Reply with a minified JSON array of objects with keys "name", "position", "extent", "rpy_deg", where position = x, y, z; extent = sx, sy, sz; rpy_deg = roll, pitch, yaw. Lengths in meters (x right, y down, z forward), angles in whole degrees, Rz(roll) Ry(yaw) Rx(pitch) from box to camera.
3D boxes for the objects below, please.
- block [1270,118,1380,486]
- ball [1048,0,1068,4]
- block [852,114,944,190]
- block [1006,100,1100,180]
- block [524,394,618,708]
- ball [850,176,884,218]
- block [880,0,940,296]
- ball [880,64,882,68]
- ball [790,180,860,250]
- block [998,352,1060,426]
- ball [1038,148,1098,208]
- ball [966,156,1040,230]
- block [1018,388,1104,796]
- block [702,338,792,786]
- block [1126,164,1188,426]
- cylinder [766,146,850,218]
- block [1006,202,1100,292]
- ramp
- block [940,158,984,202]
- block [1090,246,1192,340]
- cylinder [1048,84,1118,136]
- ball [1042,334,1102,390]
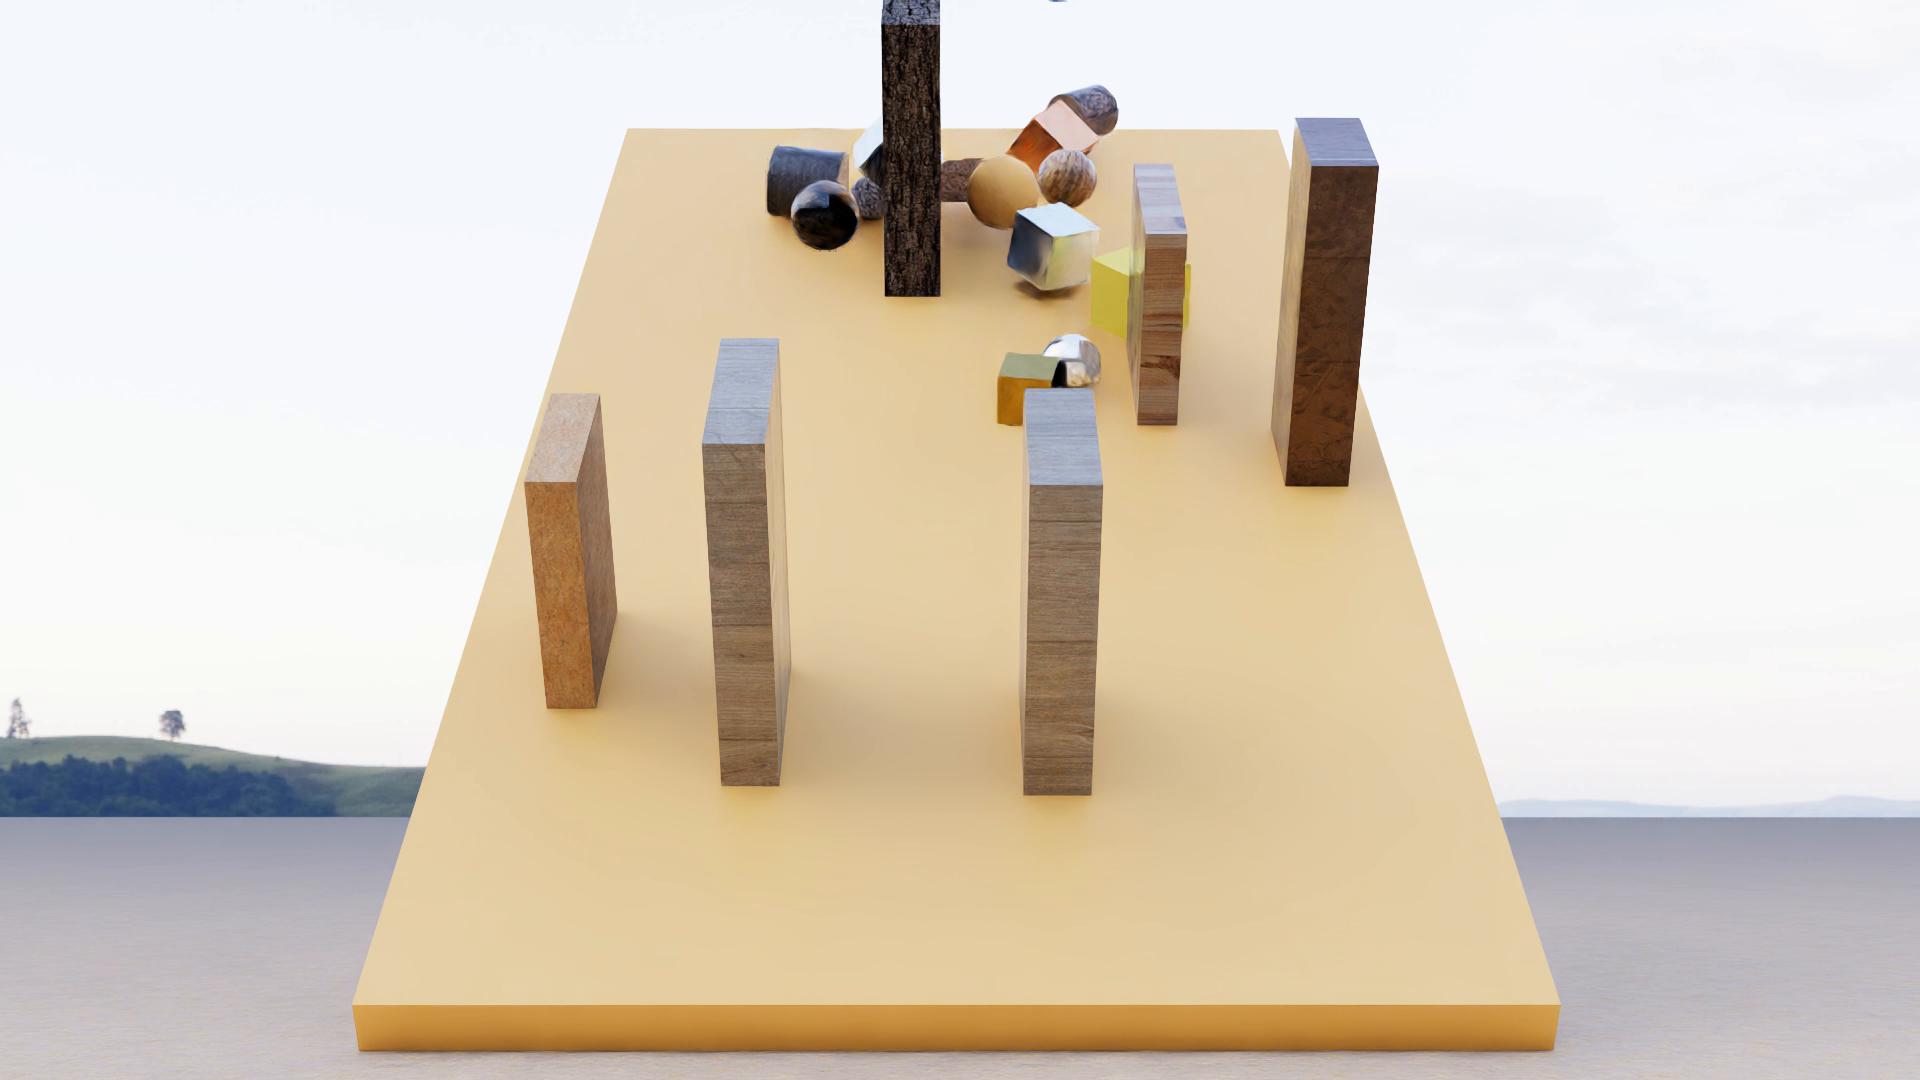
[{"name":"block","position":[0.813,-0.529,5.448],"extent":[0.144,0.778,0.286],"rpy_deg":[0,31,0]},{"name":"ball","position":[0.285,-1.619,6.987],"extent":[0.140,0.140,0.140],"rpy_deg":[0,-6,0]},{"name":"block","position":[-0.171,-1.064,6.684],"extent":[0.171,0.171,0.171],"rpy_deg":[36,21,-24]},{"name":"block","position":[0.269,-1.140,7.012],"extent":[0.162,0.162,0.162],"rpy_deg":[-41,-6,-46]},{"name":"block","position":[-0.761,0.020,4.772],"extent":[0.097,0.508,0.359],"rpy_deg":[0,31,0]},{"name":"ball","position":[-0.247,-0.968,6.826],"extent":[0.125,0.125,0.125],"rpy_deg":[0,-6,0]},{"name":"block","position":[-0.125,-1.055,6.369],"extent":[0.147,0.741,0.371],"rpy_deg":[0,31,0]},{"name":"ball","position":[-0.171,-1.383,7.082],"extent":[0.120,0.120,0.120],"rpy_deg":[0,-6,0]},{"name":"ball","position":[-0.369,-0.886,6.623],"extent":[0.190,0.190,0.190],"rpy_deg":[0,-6,0]},{"name":"block","position":[0.164,-0.357,5.790],"extent":[0.129,0.129,0.129],"rpy_deg":[6,31,9]},{"name":"ball","position":[0.298,-1.003,6.733],"extent":[0.166,0.166,0.166],"rpy_deg":[0,-6,0]},{"name":"ball","position":[0.117,-0.945,6.599],"extent":[0.199,0.199,0.199],"rpy_deg":[0,-6,0]},{"name":"block","position":[0.182,0.098,4.495],"extent":[0.127,0.662,0.363],"rpy_deg":[0,31,0]},{"name":"block","position":[-0.391,0.042,4.522],"extent":[0.108,0.727,0.414],"rpy_deg":[0,31,0]},{"name":"block","position":[0.470,-0.595,5.836],"extent":[0.095,0.493,0.430],"rpy_deg":[0,31,0]},{"name":"cylinder","position":[-0.424,-0.998,6.795],"extent":[0.196,0.196,0.196],"rpy_deg":[7,-6,7]},{"name":"block","position":[0.245,-0.771,6.374],"extent":[0.158,0.158,0.158],"rpy_deg":[-16,41,-36]},{"name":"ramp","position":[-0.014,-0.205,5.756],"extent":[2.000,0.100,4.000],"rpy_deg":[0,31,0]},{"name":"block","position":[0.003,-1.008,6.805],"extent":[0.114,0.114,0.114],"rpy_deg":[-2,7,14]},{"name":"block","position":[0.462,-0.632,6.209],"extent":[0.179,0.179,0.179],"rpy_deg":[-23,38,-34]},{"name":"cylinder","position":[0.363,-1.263,7.202],"extent":[0.153,0.153,0.153],"rpy_deg":[-24,11,-41]},{"name":"ball","position":[0.270,-0.426,5.888],"extent":[0.150,0.150,0.150],"rpy_deg":[0,-6,0]}]
